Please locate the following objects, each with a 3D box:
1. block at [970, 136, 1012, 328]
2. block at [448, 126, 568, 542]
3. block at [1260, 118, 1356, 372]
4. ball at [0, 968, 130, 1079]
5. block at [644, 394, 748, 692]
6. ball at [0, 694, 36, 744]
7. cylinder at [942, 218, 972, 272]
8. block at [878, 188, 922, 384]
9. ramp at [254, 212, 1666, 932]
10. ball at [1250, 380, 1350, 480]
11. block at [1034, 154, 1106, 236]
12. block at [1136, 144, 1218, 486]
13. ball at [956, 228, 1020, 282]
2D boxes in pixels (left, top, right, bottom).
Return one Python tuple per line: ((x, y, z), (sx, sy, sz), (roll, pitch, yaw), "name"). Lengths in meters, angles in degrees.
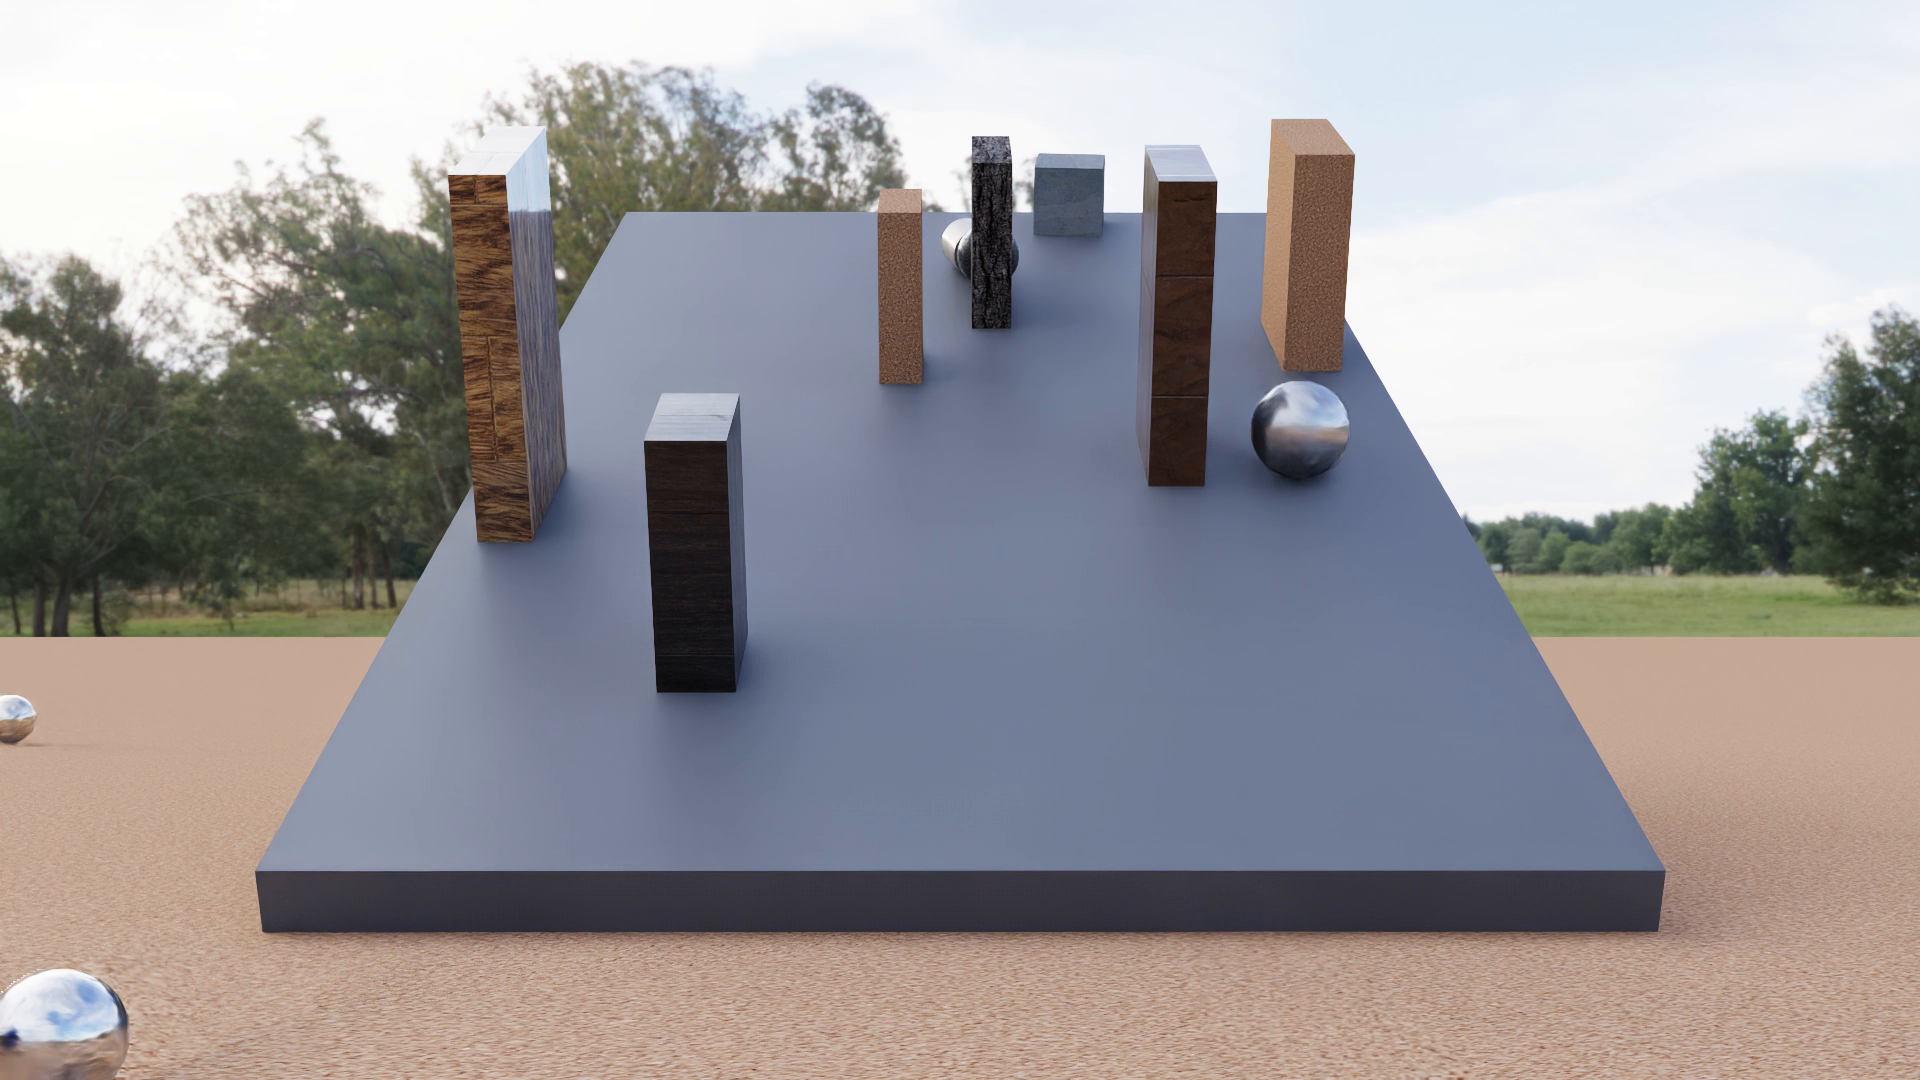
((0.080, -0.792, 5.867), (0.099, 0.423, 0.329), (0, 22, 0), "block")
((-0.879, -0.410, 4.492), (0.105, 0.718, 0.439), (0, 22, 0), "block")
((0.839, -0.722, 5.559), (0.138, 0.521, 0.423), (0, 22, 0), "block")
((-0.818, 0.452, 2.077), (0.124, 0.124, 0.124), (0, -2, 0), "ball")
((-0.437, 0.003, 3.823), (0.131, 0.441, 0.244), (0, 22, 0), "block")
((-3.641, 0.687, 8.778), (0.186, 0.186, 0.186), (0, -2, 0), "ball")
((0.031, -0.802, 6.285), (0.135, 0.135, 0.135), (1, 21, -17), "cylinder")
((-0.139, -0.601, 5.402), (0.099, 0.408, 0.245), (0, 22, 0), "block")
((-0.006, -0.218, 5.123), (2.000, 0.100, 4.000), (0, 22, 0), "ramp")
((0.704, -0.228, 4.738), (0.204, 0.204, 0.204), (0, -2, 0), "ball")
((0.323, -1.020, 6.754), (0.199, 0.199, 0.199), (2, 22, 5), "block")
((0.446, -0.471, 4.763), (0.116, 0.636, 0.350), (0, 22, 0), "block")
((0.076, -0.764, 6.145), (0.168, 0.168, 0.168), (0, -2, 0), "ball")
